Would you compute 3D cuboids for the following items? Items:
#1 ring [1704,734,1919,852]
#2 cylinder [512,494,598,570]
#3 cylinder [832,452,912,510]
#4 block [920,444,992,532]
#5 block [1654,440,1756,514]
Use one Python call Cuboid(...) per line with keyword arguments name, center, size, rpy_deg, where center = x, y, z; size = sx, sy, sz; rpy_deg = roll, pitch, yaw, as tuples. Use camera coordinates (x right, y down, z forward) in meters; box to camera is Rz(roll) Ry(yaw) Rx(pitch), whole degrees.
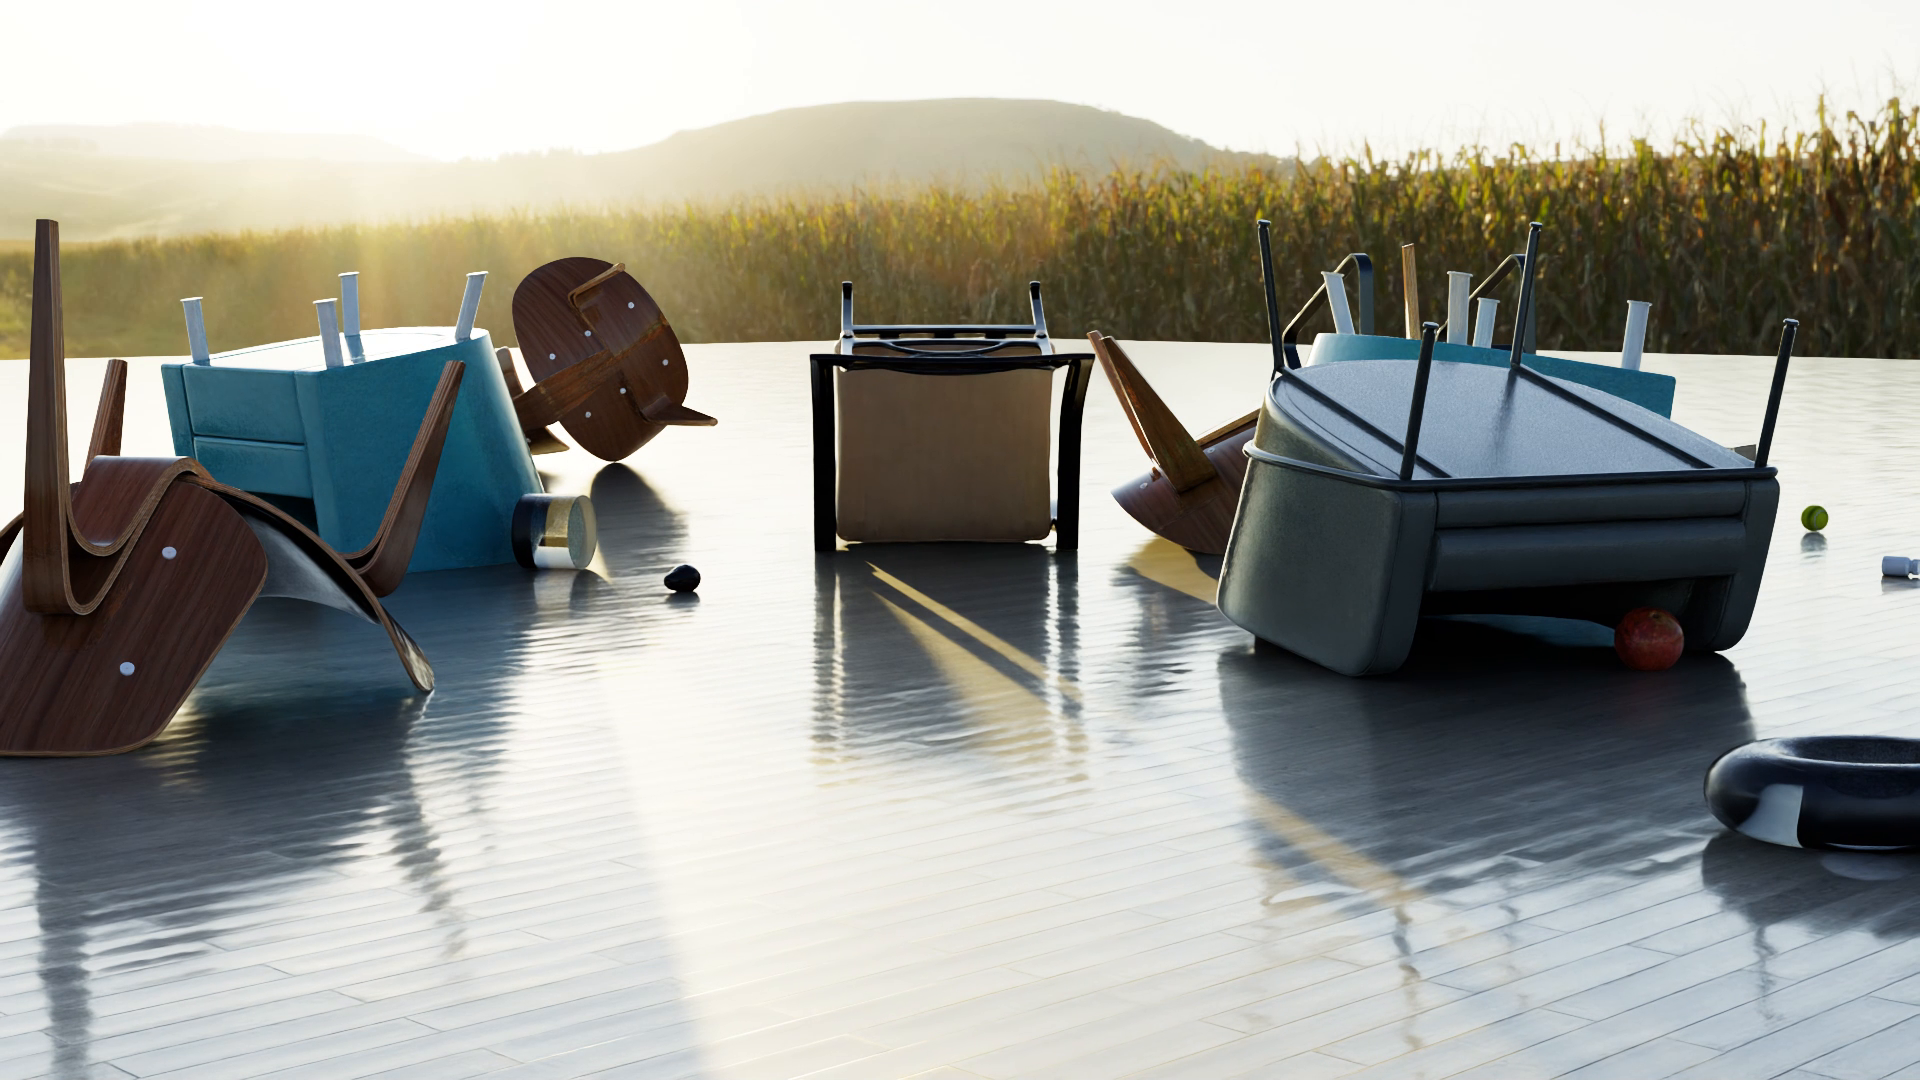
Cuboid(name="ring", center=(1.070, 0.298, 3.027), size=(0.375, 0.104, 0.262), rpy_deg=(0, 7, 8))
Cuboid(name="cylinder", center=(-0.911, -0.019, 5.770), size=(0.131, 0.170, 0.194), rpy_deg=(1, 1, 12))
Cuboid(name="cylinder", center=(-0.251, -0.167, 7.290), size=(0.175, 0.155, 0.150), rpy_deg=(6, 53, 46))
Cuboid(name="block", center=(-0.010, -0.136, 6.681), size=(0.138, 0.216, 0.141), rpy_deg=(3, 7, 28))
Cuboid(name="block", center=(2.110, -0.180, 7.263), size=(0.219, 0.183, 0.197), rpy_deg=(4, 7, 36))
